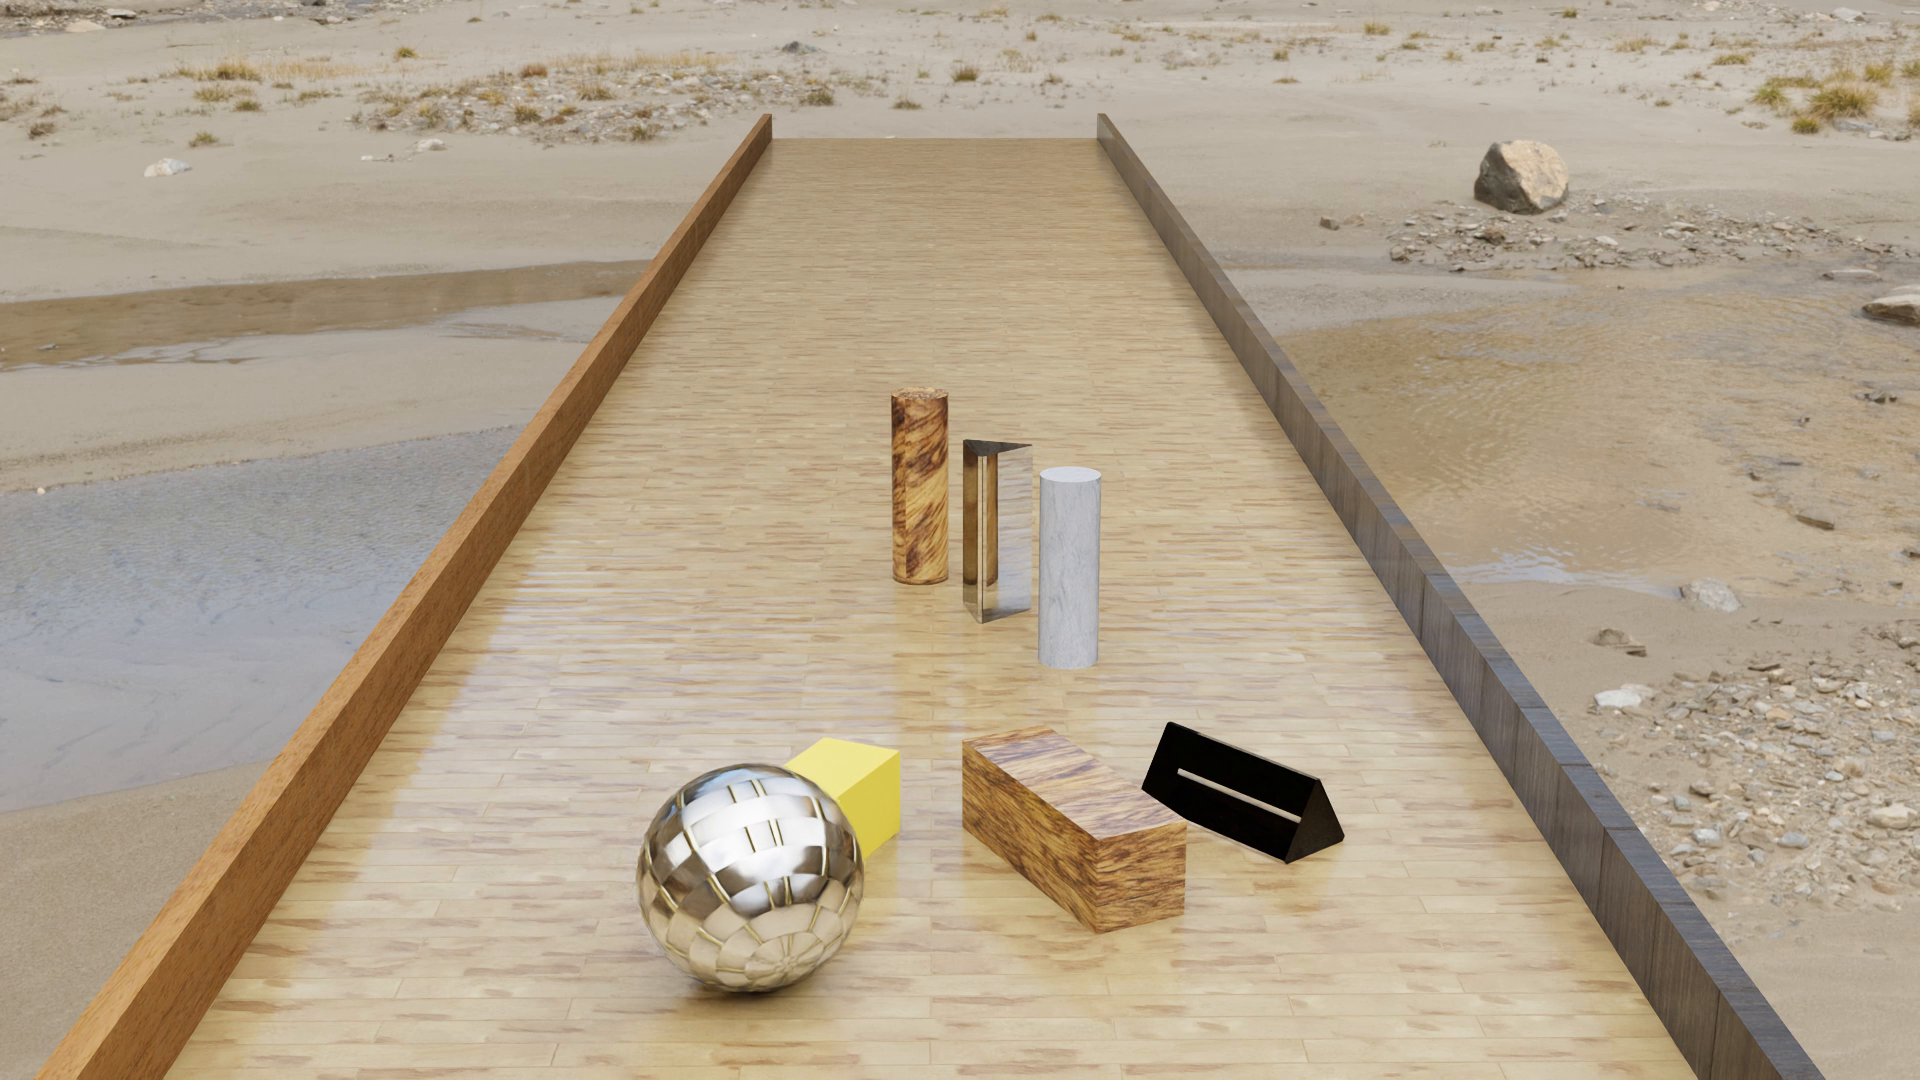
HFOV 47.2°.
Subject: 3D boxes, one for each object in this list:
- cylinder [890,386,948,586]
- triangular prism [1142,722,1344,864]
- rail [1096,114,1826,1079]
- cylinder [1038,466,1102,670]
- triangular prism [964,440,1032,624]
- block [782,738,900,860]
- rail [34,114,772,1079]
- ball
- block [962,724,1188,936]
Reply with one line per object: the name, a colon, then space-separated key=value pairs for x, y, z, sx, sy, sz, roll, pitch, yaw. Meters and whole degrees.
cylinder: x=-0.088 y=-0.119 z=4.886 sx=0.127 sy=0.423 sz=0.127 roll=0 pitch=17 yaw=0
triangular prism: x=0.463 y=0.404 z=3.636 sx=0.145 sy=0.125 sz=0.330 roll=-14 pitch=22 yaw=-38
rail: x=0.932 y=-0.844 z=7.801 sx=0.050 sy=0.150 sz=12.000 roll=0 pitch=17 yaw=-1
cylinder: x=0.217 y=0.055 z=4.368 sx=0.120 sy=0.384 sz=0.120 roll=0 pitch=17 yaw=0
triangular prism: x=0.053 y=-0.026 z=4.675 sx=0.151 sy=0.363 sz=0.131 roll=-14 pitch=22 yaw=-40
block: x=-0.248 y=0.453 z=3.458 sx=0.139 sy=0.139 sz=0.401 roll=8 pitch=18 yaw=25
rail: x=-1.118 y=-0.838 z=7.780 sx=0.050 sy=0.150 sz=12.000 roll=0 pitch=17 yaw=-1
ball: x=-0.294 y=0.472 z=3.081 sx=0.318 sy=0.318 sz=0.318 roll=0 pitch=17 yaw=0
block: x=0.171 y=0.446 z=3.456 sx=0.154 sy=0.154 sz=0.440 roll=-8 pitch=18 yaw=-26
